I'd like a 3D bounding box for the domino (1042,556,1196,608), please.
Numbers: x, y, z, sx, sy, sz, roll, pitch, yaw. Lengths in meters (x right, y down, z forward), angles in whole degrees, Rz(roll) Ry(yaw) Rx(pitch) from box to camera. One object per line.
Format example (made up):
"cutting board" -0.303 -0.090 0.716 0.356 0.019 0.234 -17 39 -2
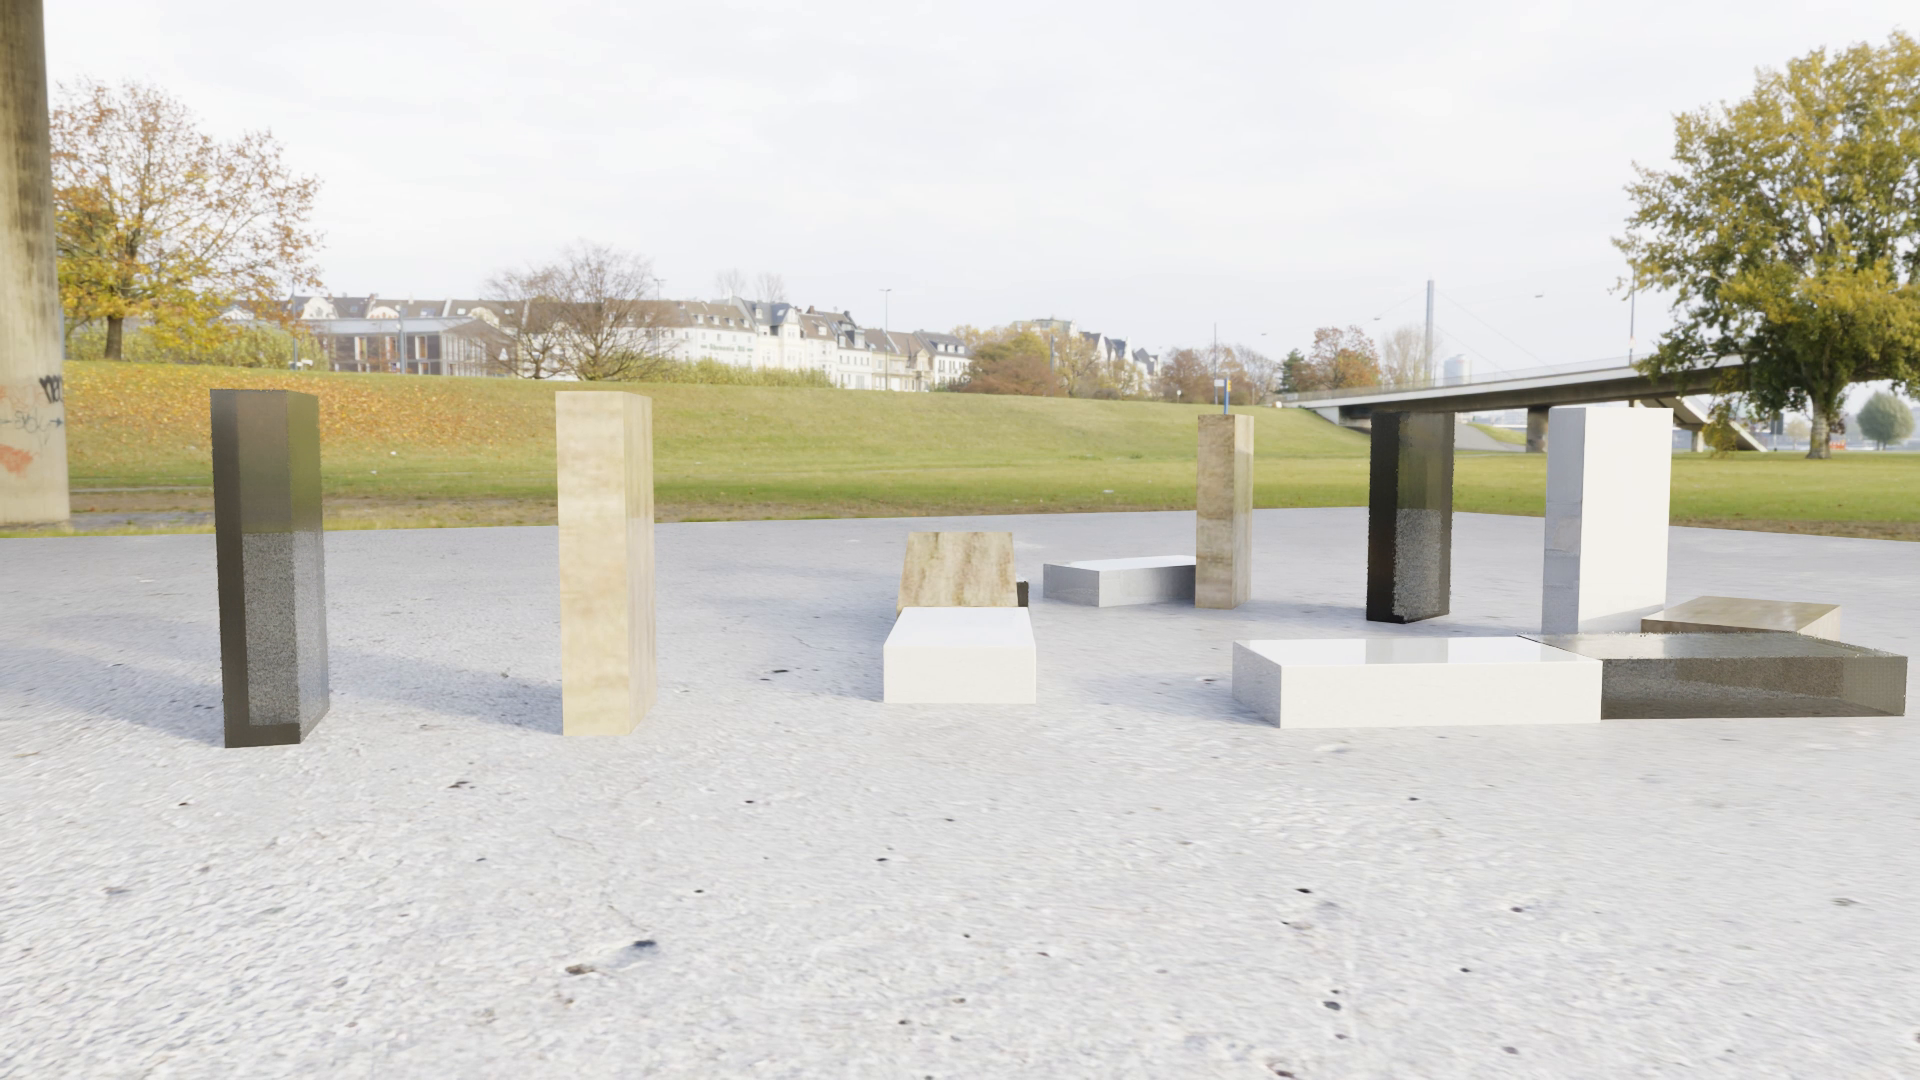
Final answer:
"domino" 0.051 0.011 0.358 0.050 0.010 0.025 -3 5 -32

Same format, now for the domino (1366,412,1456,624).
"domino" 0.110 -0.006 0.313 0.009 0.050 0.025 4 6 44

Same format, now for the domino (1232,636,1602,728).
"domino" 0.072 0.022 0.206 0.050 0.009 0.025 0 4 -5

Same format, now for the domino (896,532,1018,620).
"domino" 0.000 0.010 0.289 0.025 0.009 0.050 0 18 1

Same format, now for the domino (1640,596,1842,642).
"domino" 0.155 0.019 0.253 0.025 0.009 0.050 4 6 42

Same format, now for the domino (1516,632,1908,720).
"domino" 0.122 0.022 0.211 0.050 0.009 0.025 0 4 -3

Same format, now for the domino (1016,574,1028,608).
"domino" 0.002 0.013 0.332 0.025 0.009 0.050 0 4 -5

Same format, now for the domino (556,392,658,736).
"domino" -0.054 0.003 0.198 0.009 0.050 0.025 0 4 -4

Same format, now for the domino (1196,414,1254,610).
"domino" 0.070 -0.008 0.341 0.009 0.050 0.025 2 5 24

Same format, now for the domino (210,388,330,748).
"domino" -0.102 0.003 0.191 0.010 0.050 0.025 -1 4 -17

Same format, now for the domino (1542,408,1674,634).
"domino" 0.138 -0.003 0.274 0.025 0.050 0.010 -2 5 -22

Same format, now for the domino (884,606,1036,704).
"domino" 0.000 0.020 0.235 0.025 0.009 0.050 0 4 1
